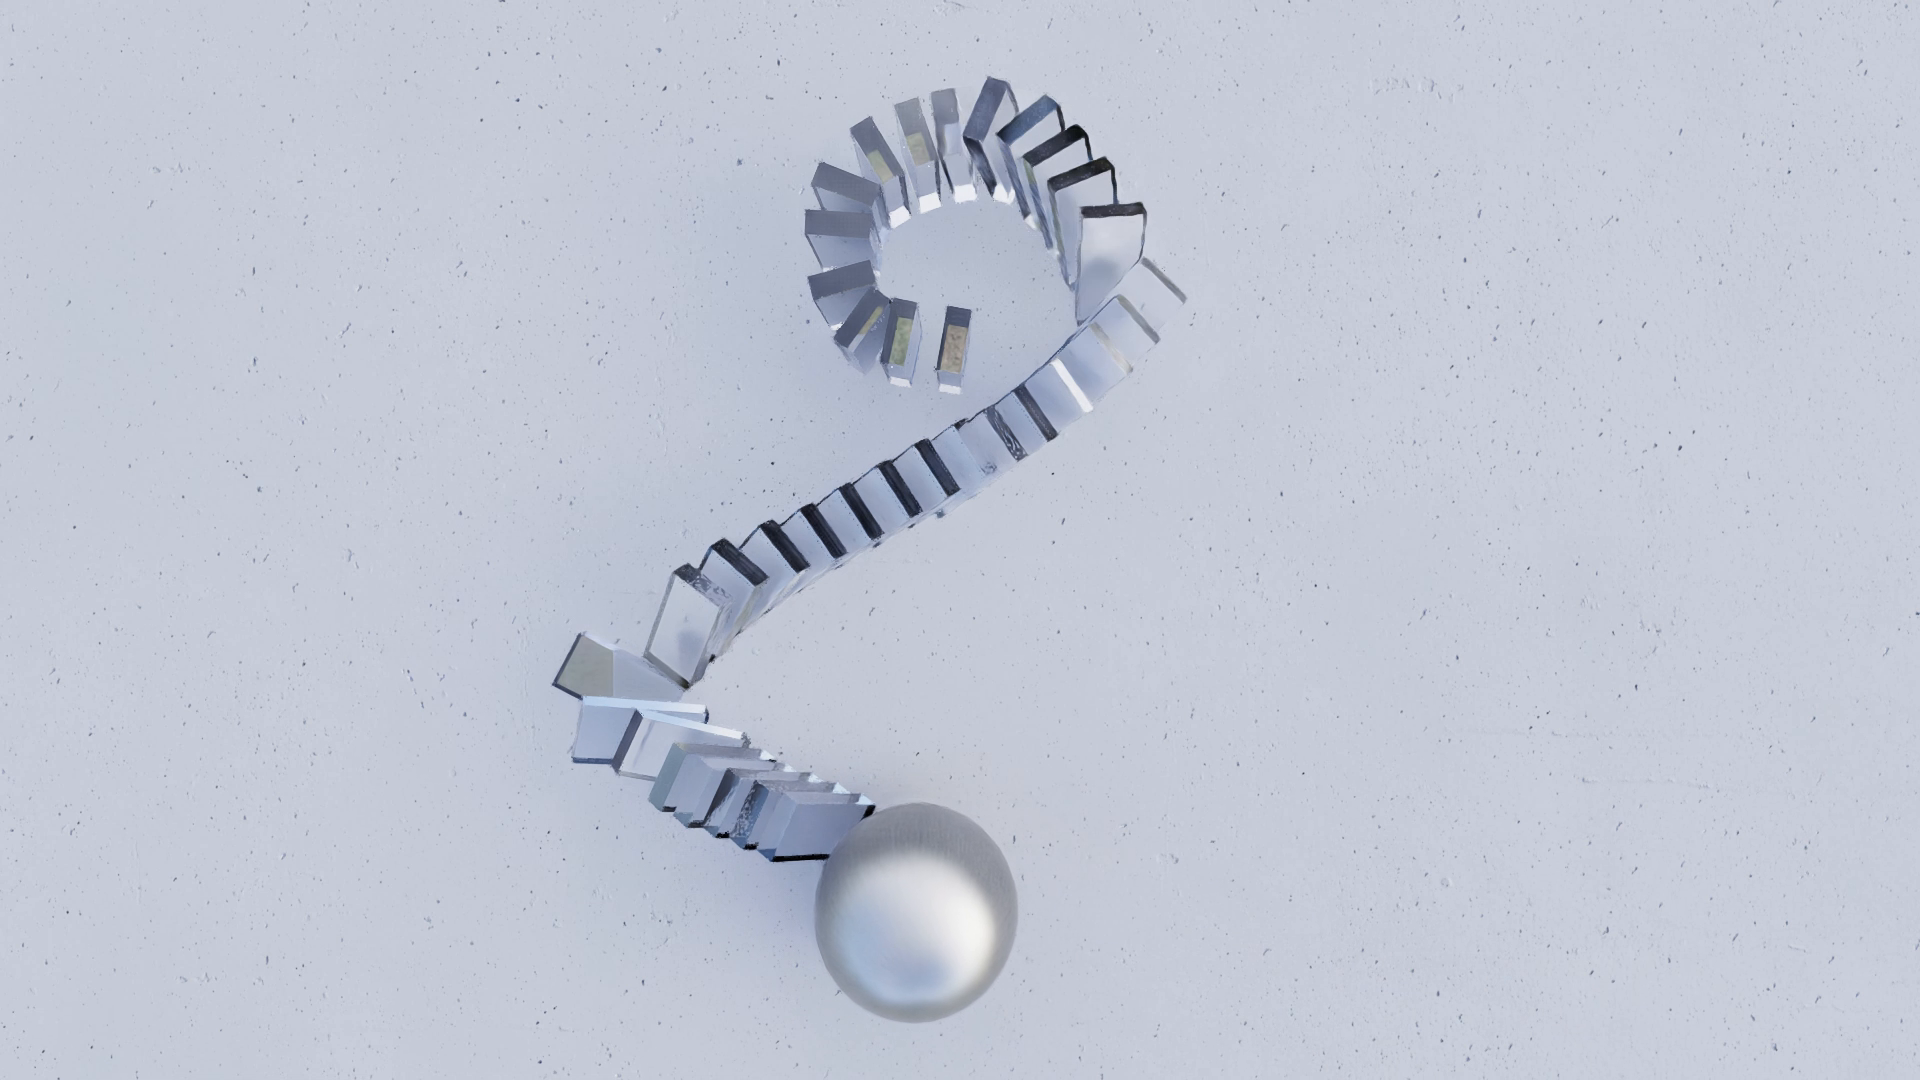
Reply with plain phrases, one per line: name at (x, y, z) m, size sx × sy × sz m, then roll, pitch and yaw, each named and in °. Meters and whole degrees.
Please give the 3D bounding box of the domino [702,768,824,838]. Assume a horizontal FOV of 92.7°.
domino at (-0.080, 0.109, 0.377) m, size 0.009 × 0.050 × 0.025 m, roll 24°, pitch 90°, yaw 36°

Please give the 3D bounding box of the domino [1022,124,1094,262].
domino at (0.044, -0.141, 0.377) m, size 0.025 × 0.050 × 0.010 m, roll -31°, pitch 56°, yaw 0°

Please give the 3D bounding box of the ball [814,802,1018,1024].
ball at (-0.017, 0.145, 0.360) m, size 0.080 × 0.080 × 0.080 m, roll 0°, pitch 90°, yaw 0°

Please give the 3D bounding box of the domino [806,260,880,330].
domino at (-0.045, -0.099, 0.375) m, size 0.025 × 0.050 × 0.009 m, roll -15°, pitch 90°, yaw 0°

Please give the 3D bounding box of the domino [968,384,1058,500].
domino at (0.014, -0.040, 0.380) m, size 0.050 × 0.009 × 0.025 m, roll -34°, pitch 90°, yaw 40°

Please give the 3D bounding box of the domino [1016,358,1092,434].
domino at (0.028, -0.051, 0.383) m, size 0.050 × 0.009 × 0.025 m, roll -34°, pitch 90°, yaw 32°

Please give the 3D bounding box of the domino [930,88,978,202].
domino at (-0.002, -0.160, 0.375) m, size 0.009 × 0.050 × 0.025 m, roll -7°, pitch 90°, yaw 7°

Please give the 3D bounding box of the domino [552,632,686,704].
domino at (-0.146, 0.062, 0.395) m, size 0.050 × 0.010 × 0.025 m, roll 28°, pitch 90°, yaw 0°

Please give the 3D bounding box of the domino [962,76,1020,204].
domino at (0.016, -0.162, 0.375) m, size 0.009 × 0.050 × 0.025 m, roll 24°, pitch 90°, yaw 17°

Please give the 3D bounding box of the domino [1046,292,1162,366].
domino at (0.056, -0.076, 0.381) m, size 0.025 × 0.010 × 0.050 m, roll 49°, pitch 126°, yaw 0°

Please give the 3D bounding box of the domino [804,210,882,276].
domino at (-0.047, -0.121, 0.375) m, size 0.025 × 0.050 × 0.009 m, roll 4°, pitch 90°, yaw 0°

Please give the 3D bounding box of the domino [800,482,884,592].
domino at (-0.057, 0.000, 0.382) m, size 0.050 × 0.010 × 0.025 m, roll -33°, pitch 90°, yaw 34°

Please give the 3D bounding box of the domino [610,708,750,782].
domino at (-0.115, 0.088, 0.381) m, size 0.050 × 0.010 × 0.025 m, roll 25°, pitch 90°, yaw -39°

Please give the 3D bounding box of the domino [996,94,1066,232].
domino at (0.033, -0.153, 0.376) m, size 0.025 × 0.050 × 0.010 m, roll -39°, pitch 63°, yaw 0°

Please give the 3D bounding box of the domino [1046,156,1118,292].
domino at (0.052, -0.129, 0.377) m, size 0.025 × 0.050 × 0.009 m, roll -22°, pitch 53°, yaw 0°

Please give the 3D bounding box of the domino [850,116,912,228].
domino at (-0.032, -0.149, 0.375) m, size 0.010 × 0.050 × 0.025 m, roll -31°, pitch 90°, yaw 0°

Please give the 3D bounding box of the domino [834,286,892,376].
domino at (-0.037, -0.085, 0.375) m, size 0.010 × 0.050 × 0.025 m, roll 36°, pitch 90°, yaw 0°

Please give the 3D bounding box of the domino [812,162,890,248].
domino at (-0.044, -0.136, 0.375) m, size 0.025 × 0.050 × 0.009 m, roll 22°, pitch 90°, yaw 0°

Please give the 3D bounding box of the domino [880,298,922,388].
domino at (-0.023, -0.080, 0.375) m, size 0.009 × 0.050 × 0.025 m, roll 12°, pitch 90°, yaw 0°

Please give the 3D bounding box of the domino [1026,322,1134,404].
domino at (0.044, -0.064, 0.381) m, size 0.050 × 0.010 × 0.025 m, roll -38°, pitch 91°, yaw 36°

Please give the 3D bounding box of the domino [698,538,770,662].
domino at (-0.101, 0.026, 0.381) m, size 0.025 × 0.010 × 0.050 m, roll 40°, pitch 123°, yaw 6°

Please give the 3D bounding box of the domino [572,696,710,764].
domino at (-0.133, 0.081, 0.382) m, size 0.050 × 0.009 × 0.025 m, roll 11°, pitch 99°, yaw -28°

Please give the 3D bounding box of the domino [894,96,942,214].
domino at (-0.017, -0.156, 0.375) m, size 0.010 × 0.050 × 0.025 m, roll -19°, pitch 90°, yaw 0°

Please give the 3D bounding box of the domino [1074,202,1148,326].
domino at (0.061, -0.113, 0.378) m, size 0.025 × 0.050 × 0.009 m, roll -4°, pitch 48°, yaw 0°

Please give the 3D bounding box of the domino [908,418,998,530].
domino at (-0.010, -0.027, 0.379) m, size 0.050 × 0.010 × 0.025 m, roll -32°, pitch 92°, yaw 40°

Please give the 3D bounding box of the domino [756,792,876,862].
domino at (-0.058, 0.118, 0.377) m, size 0.009 × 0.050 × 0.025 m, roll 24°, pitch 90°, yaw 36°

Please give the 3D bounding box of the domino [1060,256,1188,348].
domino at (0.067, -0.090, 0.381) m, size 0.025 × 0.009 × 0.050 m, roll 43°, pitch 126°, yaw -2°

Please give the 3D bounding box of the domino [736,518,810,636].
domino at (-0.086, 0.016, 0.381) m, size 0.025 × 0.010 × 0.050 m, roll 50°, pitch 124°, yaw 3°

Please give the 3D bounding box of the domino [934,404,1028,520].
domino at (0.002, -0.032, 0.380) m, size 0.050 × 0.010 × 0.025 m, roll -34°, pitch 90°, yaw 40°

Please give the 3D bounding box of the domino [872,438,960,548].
domino at (-0.025, -0.019, 0.380) m, size 0.050 × 0.010 × 0.025 m, roll -33°, pitch 90°, yaw 40°

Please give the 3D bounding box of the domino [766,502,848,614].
domino at (-0.071, 0.008, 0.382) m, size 0.050 × 0.010 × 0.025 m, roll -36°, pitch 89°, yaw 34°

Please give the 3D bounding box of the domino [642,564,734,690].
domino at (-0.113, 0.037, 0.381) m, size 0.025 × 0.010 × 0.050 m, roll 35°, pitch 122°, yaw 9°

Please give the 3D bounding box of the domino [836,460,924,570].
domino at (-0.041, -0.010, 0.381) m, size 0.050 × 0.010 × 0.025 m, roll -33°, pitch 90°, yaw 37°

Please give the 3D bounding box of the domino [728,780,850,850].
domino at (-0.069, 0.113, 0.377) m, size 0.009 × 0.050 × 0.025 m, roll 24°, pitch 90°, yaw 36°

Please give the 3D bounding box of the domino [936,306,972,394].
domino at (-0.002, -0.077, 0.375) m, size 0.010 × 0.050 × 0.025 m, roll 10°, pitch 90°, yaw 0°

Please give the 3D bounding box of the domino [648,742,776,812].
domino at (-0.101, 0.098, 0.377) m, size 0.009 × 0.050 × 0.025 m, roll 24°, pitch 90°, yaw 36°

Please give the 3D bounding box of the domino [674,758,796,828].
domino at (-0.091, 0.104, 0.377) m, size 0.009 × 0.050 × 0.025 m, roll 24°, pitch 90°, yaw 36°
